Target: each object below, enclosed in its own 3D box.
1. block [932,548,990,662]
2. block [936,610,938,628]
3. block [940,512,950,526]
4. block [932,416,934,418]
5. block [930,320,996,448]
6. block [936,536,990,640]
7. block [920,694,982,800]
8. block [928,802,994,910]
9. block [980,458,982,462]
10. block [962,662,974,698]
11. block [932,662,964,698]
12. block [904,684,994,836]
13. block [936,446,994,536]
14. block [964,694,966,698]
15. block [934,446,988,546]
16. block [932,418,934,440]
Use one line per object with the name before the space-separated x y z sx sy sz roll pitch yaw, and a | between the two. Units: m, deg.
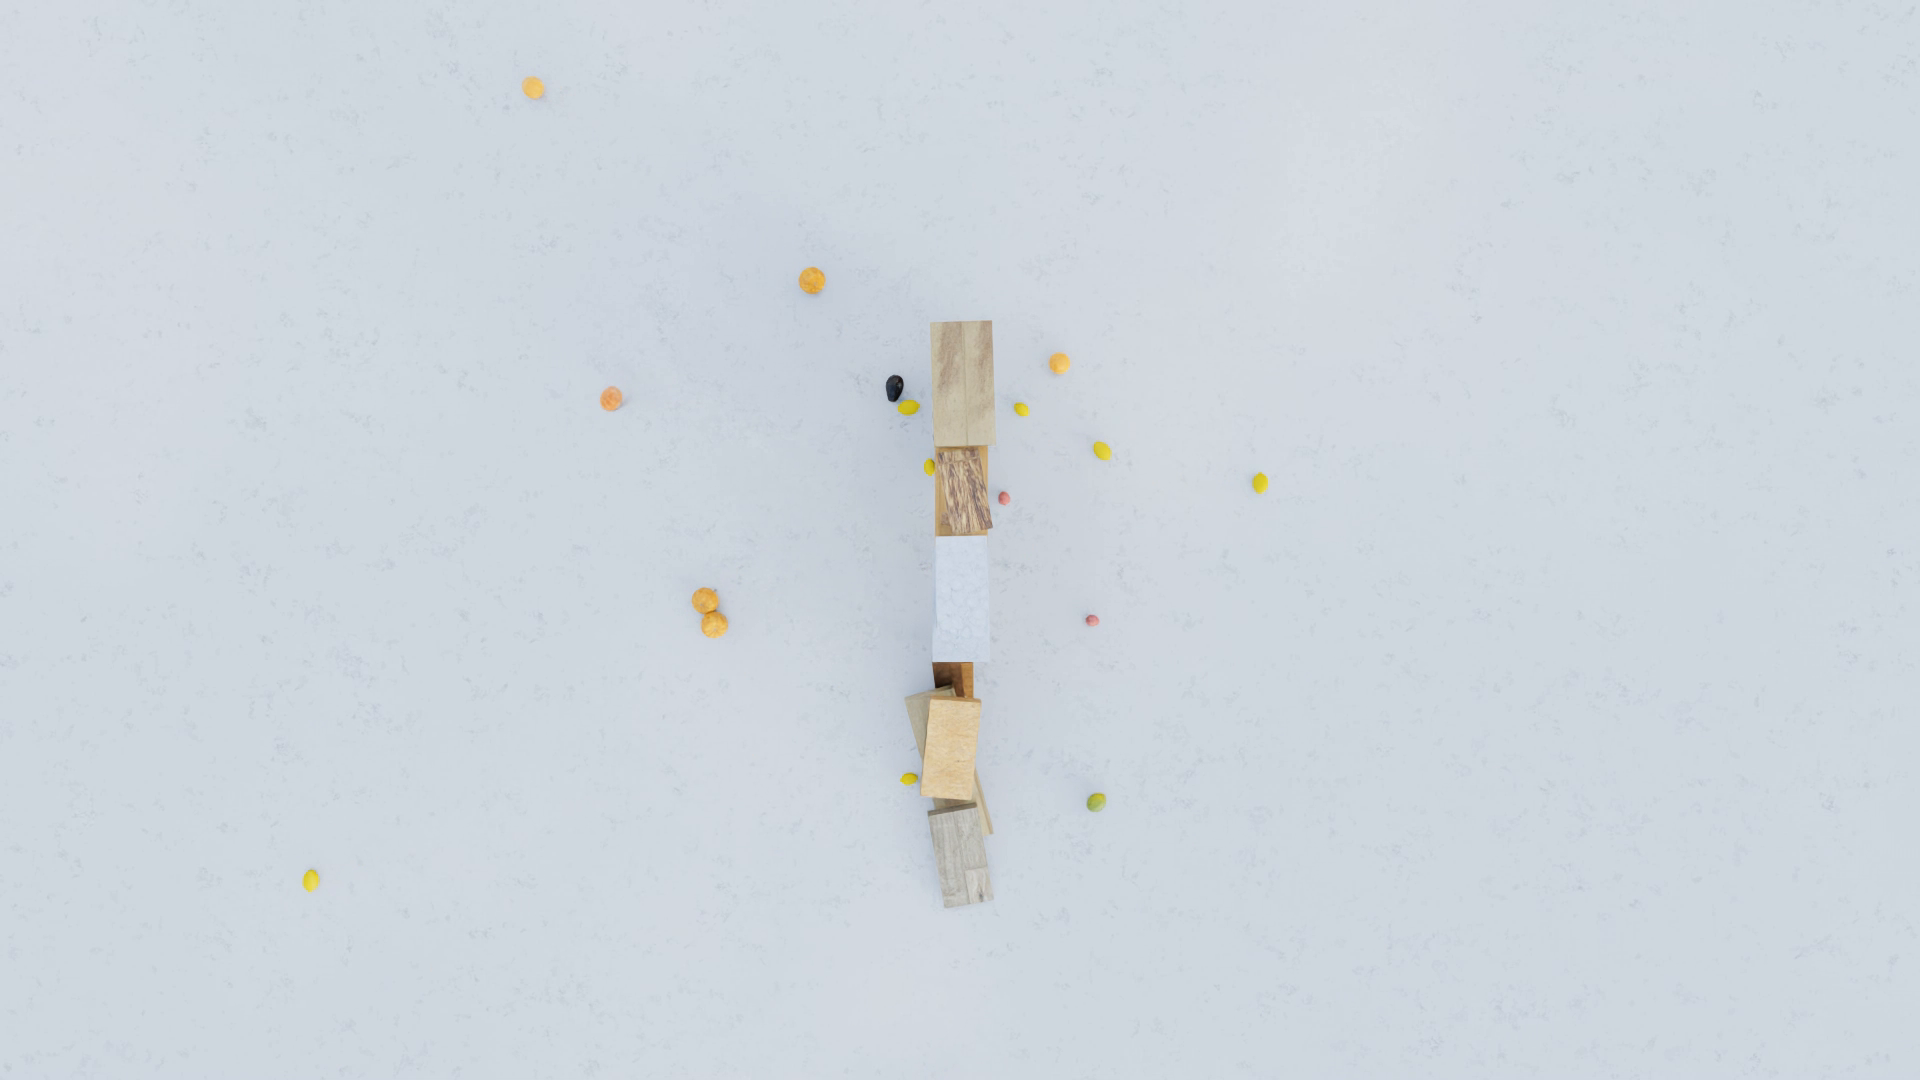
block | 0.002 0.201 5.123 0.176 0.050 0.352 0 90 0
block | 0.003 0.236 4.950 0.149 0.297 0.042 0 90 0
block | 0.006 -0.060 5.002 0.123 0.247 0.035 3 90 0
block | 0.004 -0.493 5.115 0.180 0.051 0.359 -1 90 0
block | 0.009 -0.445 4.711 0.177 0.050 0.354 -2 90 0
block | 0.007 0.137 4.780 0.149 0.042 0.297 -1 90 0
block | -0.031 0.674 5.357 0.166 0.047 0.331 5 102 -5
block | 0.002 1.041 5.439 0.166 0.047 0.331 -10 103 -1
block | 0.000 -0.226 5.002 0.123 0.247 0.035 3 90 0
block | -0.002 0.456 5.427 0.092 0.026 0.185 -1 133 0
block | -0.038 0.447 5.382 0.092 0.026 0.184 -4 133 3
block | -0.035 0.742 5.420 0.166 0.047 0.522 -15 103 0
block | 0.015 -0.145 4.861 0.123 0.035 0.247 -11 90 0
block | 0.004 0.563 5.473 0.051 0.014 0.102 -8 110 6
block | 0.004 -0.145 5.148 0.164 0.047 0.329 0 90 0
block | 0.007 -0.328 4.913 0.177 0.354 0.050 -2 90 0
